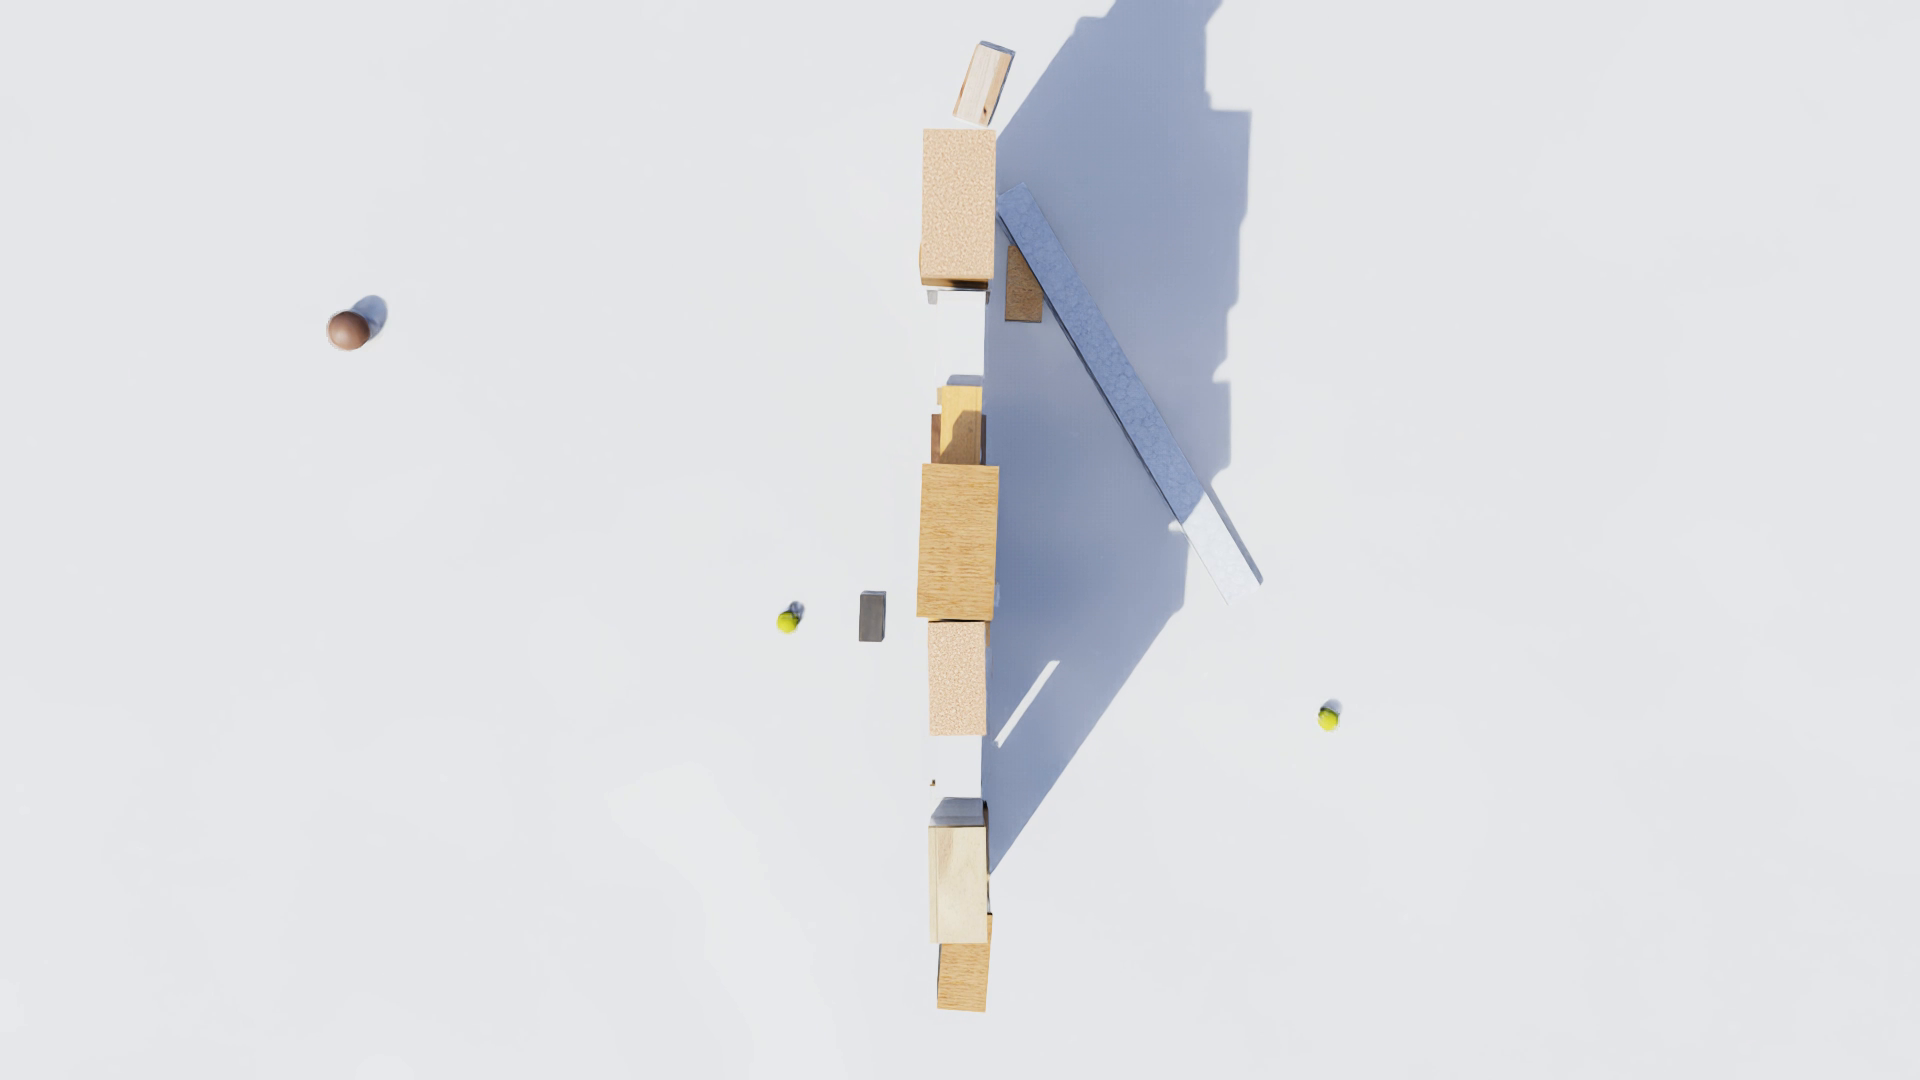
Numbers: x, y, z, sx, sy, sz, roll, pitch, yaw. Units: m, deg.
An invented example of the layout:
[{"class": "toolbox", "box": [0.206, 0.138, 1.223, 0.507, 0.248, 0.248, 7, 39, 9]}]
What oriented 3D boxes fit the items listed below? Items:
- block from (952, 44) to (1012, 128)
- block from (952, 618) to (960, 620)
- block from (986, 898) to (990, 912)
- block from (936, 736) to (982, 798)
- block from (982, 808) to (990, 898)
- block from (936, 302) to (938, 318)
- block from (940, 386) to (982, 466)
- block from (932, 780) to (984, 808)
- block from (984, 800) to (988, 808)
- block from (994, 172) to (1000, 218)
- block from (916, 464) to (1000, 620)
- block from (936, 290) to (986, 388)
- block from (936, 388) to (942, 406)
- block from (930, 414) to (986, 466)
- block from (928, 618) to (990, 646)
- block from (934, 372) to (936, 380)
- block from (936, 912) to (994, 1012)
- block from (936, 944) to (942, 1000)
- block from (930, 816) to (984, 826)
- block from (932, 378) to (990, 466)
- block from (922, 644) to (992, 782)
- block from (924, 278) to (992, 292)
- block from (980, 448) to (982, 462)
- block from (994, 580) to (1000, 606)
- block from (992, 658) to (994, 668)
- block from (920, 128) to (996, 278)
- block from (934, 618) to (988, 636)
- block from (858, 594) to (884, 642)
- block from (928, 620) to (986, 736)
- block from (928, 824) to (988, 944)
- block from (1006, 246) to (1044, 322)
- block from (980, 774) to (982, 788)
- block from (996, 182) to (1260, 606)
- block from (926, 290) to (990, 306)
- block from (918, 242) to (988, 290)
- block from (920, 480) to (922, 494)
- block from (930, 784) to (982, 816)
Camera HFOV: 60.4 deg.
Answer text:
[{"class": "block", "box": [0.073, -1.509, 5.483, 0.122, 0.035, 0.245, 19, 90, 0]}, {"class": "block", "box": [-0.001, 0.173, 4.366, 0.105, 0.030, 0.210, 2, 90, 0]}, {"class": "block", "box": [0.018, 0.985, 4.333, 0.123, 0.247, 0.035, 4, 91, 0]}, {"class": "block", "box": [-0.003, 0.496, 3.880, 0.106, 0.030, 0.212, 1, 88, 0]}, {"class": "block", "box": [0.000, 0.911, 4.583, 0.163, 0.046, 0.326, -1, 90, 0]}, {"class": "block", "box": [0.001, -0.568, 4.170, 0.116, 0.232, 0.033, 2, 90, 0]}, {"class": "block", "box": [0.002, -0.275, 3.990, 0.096, 0.027, 0.193, 2, 90, 0]}, {"class": "block", "box": [-0.008, 0.666, 4.351, 0.134, 0.268, 0.038, 0, 90, 0]}, {"class": "block", "box": [-0.001, 0.802, 4.769, 0.163, 0.326, 0.046, -1, 90, 0]}, {"class": "block", "box": [0.017, -0.929, 4.414, 0.173, 0.347, 0.049, 5, 90, 0]}, {"class": "block", "box": [-0.005, 0.004, 3.816, 0.177, 0.050, 0.355, 2, 90, 0]}, {"class": "block", "box": [0.001, -0.490, 4.038, 0.116, 0.033, 0.232, 1, 90, 0]}, {"class": "block", "box": [-0.004, -0.484, 4.514, 0.116, 0.033, 0.232, 1, 90, 0]}, {"class": "block", "box": [-0.004, -0.180, 4.216, 0.140, 0.040, 0.281, 1, 90, 0]}, {"class": "block", "box": [-0.001, 0.173, 4.615, 0.173, 0.049, 0.346, 2, 90, 0]}, {"class": "block", "box": [-0.003, -0.409, 4.206, 0.116, 0.304, 0.033, 9, 90, 0]}, {"class": "block", "box": [0.013, 1.069, 4.192, 0.123, 0.035, 0.247, 5, 90, 0]}, {"class": "block", "box": [0.002, 1.156, 4.855, 0.123, 1.291, 0.035, 0, 90, 0]}, {"class": "block", "box": [-0.007, 0.719, 4.043, 0.135, 0.271, 0.038, -1, 90, 0]}, {"class": "block", "box": [0.003, -0.298, 4.786, 0.169, 0.048, 0.338, 0, 90, 0]}, {"class": "block", "box": [-0.007, 0.432, 4.135, 0.167, 0.047, 0.334, 2, 86, 0]}, {"class": "block", "box": [-0.001, -0.815, 4.216, 0.173, 0.049, 0.347, 1, 90, 0]}, {"class": "block", "box": [0.004, -0.208, 4.100, 0.096, 0.193, 0.027, 1, 90, 0]}, {"class": "block", "box": [0.003, 0.124, 4.096, 0.177, 0.510, 0.050, 3, 90, 0]}, {"class": "block", "box": [0.000, 0.323, 4.380, 0.167, 0.422, 0.047, 2, 90, 0]}, {"class": "block", "box": [-0.004, -0.780, 3.831, 0.168, 0.048, 0.337, 1, 90, 0]}, {"class": "block", "box": [-0.004, 0.228, 4.096, 0.132, 0.511, 0.037, 3, 90, 0]}, {"class": "block", "box": [-0.296, 0.261, 5.489, 0.077, 0.022, 0.155, 2, 90, 0]}, {"class": "block", "box": [-0.007, 0.320, 3.826, 0.132, 0.037, 0.264, -1, 94, 0]}, {"class": "block", "box": [-0.006, 0.811, 3.889, 0.135, 0.038, 0.271, -1, 90, 0]}, {"class": "block", "box": [0.216, -0.851, 5.483, 0.122, 0.035, 0.245, 2, 90, 0]}, {"class": "block", "box": [-0.002, 0.601, 4.036, 0.106, 0.287, 0.030, 1, 76, 0]}, {"class": "block", "box": [0.550, -0.480, 5.461, 0.122, 0.035, 1.553, -31, 91, -2]}, {"class": "block", "box": [-0.004, -0.699, 4.485, 0.173, 0.488, 0.049, 1, 90, 0]}, {"class": "block", "box": [-0.012, -0.665, 4.024, 0.168, 0.337, 0.048, 4, 90, 0]}, {"class": "block", "box": [-0.004, -0.112, 4.019, 0.177, 0.355, 0.050, 1, 90, 0]}, {"class": "block", "box": [-0.009, 0.757, 4.198, 0.134, 0.038, 0.268, -1, 90, 0]}]
